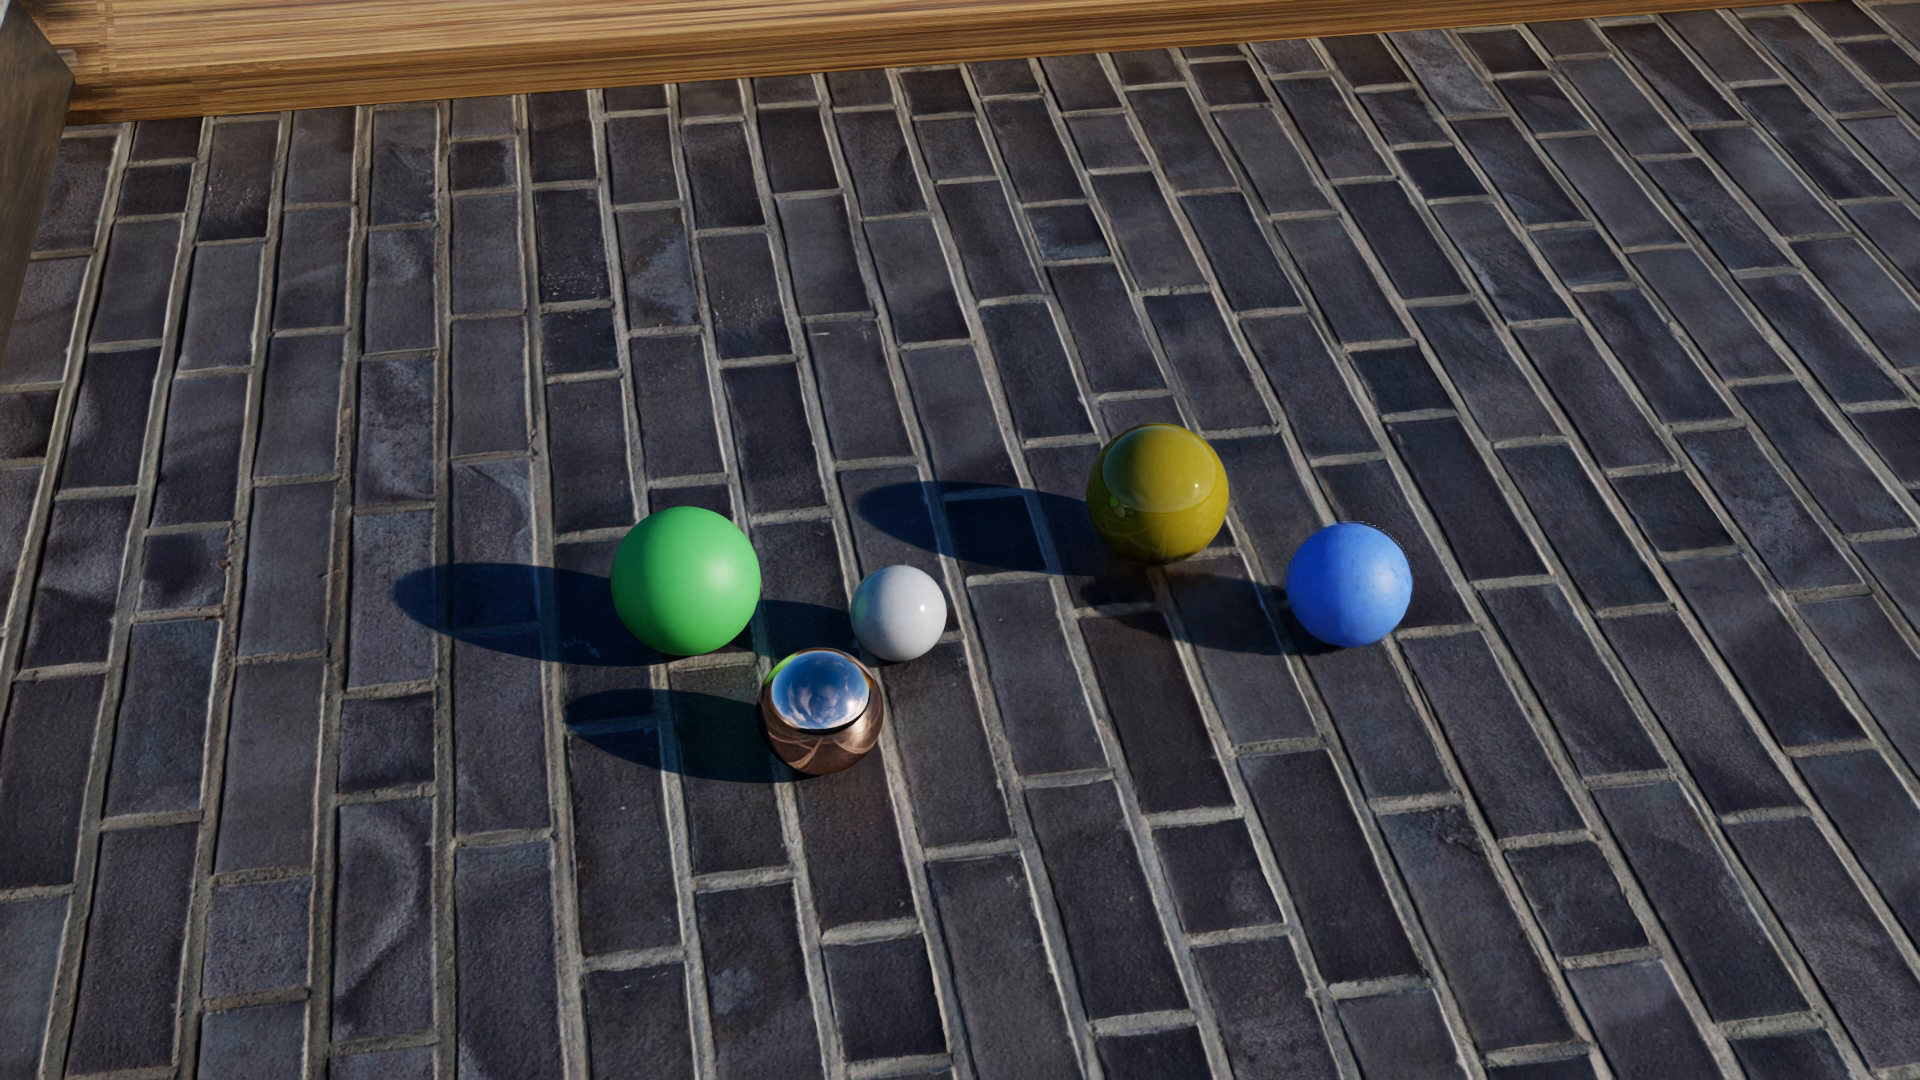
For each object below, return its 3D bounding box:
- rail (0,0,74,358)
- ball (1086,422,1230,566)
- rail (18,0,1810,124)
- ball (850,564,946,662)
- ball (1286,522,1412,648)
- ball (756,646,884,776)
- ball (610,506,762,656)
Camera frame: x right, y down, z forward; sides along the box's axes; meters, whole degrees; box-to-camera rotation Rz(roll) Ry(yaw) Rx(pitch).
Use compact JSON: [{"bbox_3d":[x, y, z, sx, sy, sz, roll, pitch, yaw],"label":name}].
[{"bbox_3d":[-0.648,0.044,1.563,0.045,0.123,1.598,-5,36,-8],"label":"rail"},{"bbox_3d":[0.130,-0.030,1.694,0.095,0.095,0.095,0,36,0],"label":"ball"},{"bbox_3d":[0.546,-0.527,2.363,2.724,0.123,0.045,-5,36,-8],"label":"rail"},{"bbox_3d":[-0.039,0.046,1.616,0.061,0.061,0.061,0,36,0],"label":"ball"},{"bbox_3d":[0.246,0.029,1.625,0.079,0.079,0.079,0,36,0],"label":"ball"},{"bbox_3d":[-0.083,0.102,1.526,0.076,0.076,0.076,0,36,0],"label":"ball"},{"bbox_3d":[-0.173,0.026,1.615,0.095,0.095,0.095,0,36,0],"label":"ball"}]
